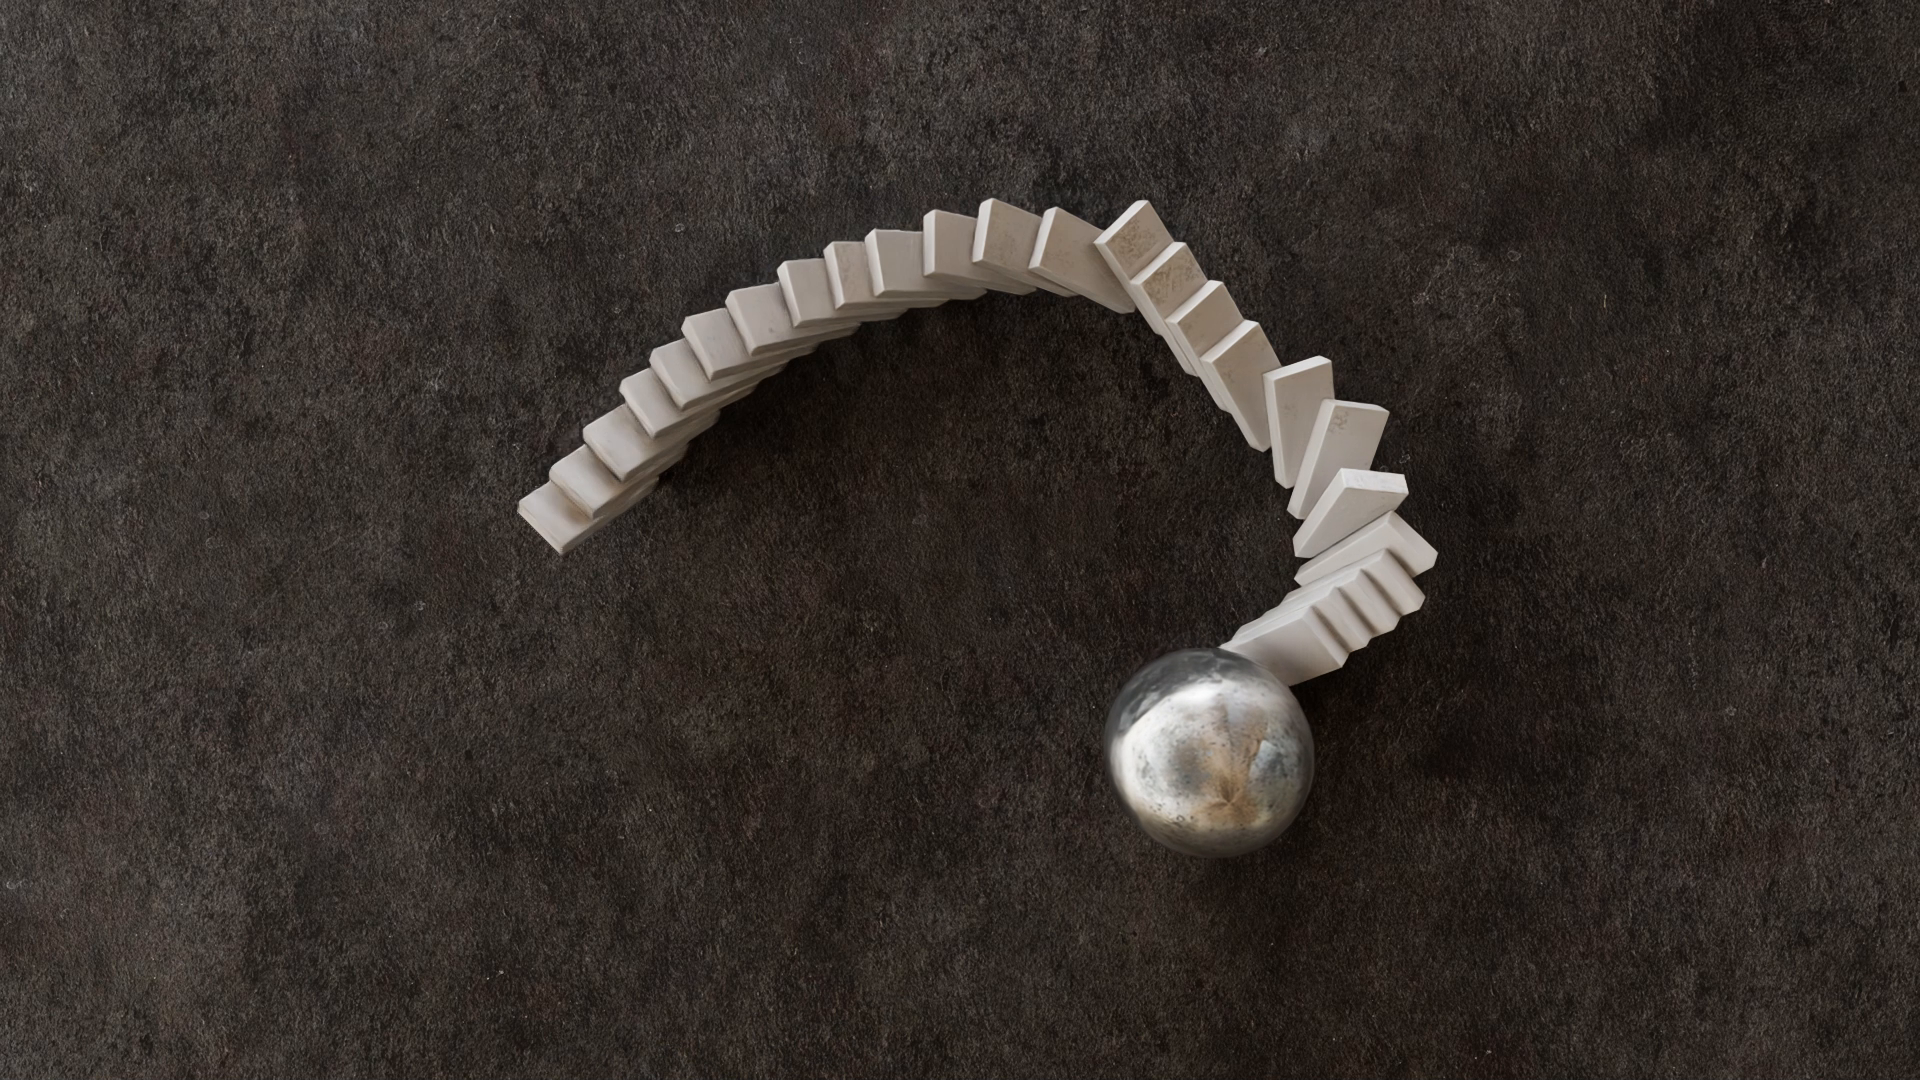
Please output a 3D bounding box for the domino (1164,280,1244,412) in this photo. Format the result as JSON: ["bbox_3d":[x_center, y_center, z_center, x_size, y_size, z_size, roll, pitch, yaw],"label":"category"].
[{"bbox_3d":[0.109,-0.080,0.384,0.025,0.010,0.050,-41,118,0],"label":"domino"}]

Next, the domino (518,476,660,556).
[{"bbox_3d":[-0.154,-0.019,0.382,0.025,0.009,0.050,46,55,0],"label":"domino"}]

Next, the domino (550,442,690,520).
[{"bbox_3d":[-0.141,-0.033,0.382,0.025,0.009,0.050,46,57,0],"label":"domino"}]

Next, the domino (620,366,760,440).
[{"bbox_3d":[-0.113,-0.064,0.384,0.050,0.009,0.025,-34,90,-30],"label":"domino"}]

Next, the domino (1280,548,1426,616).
[{"bbox_3d":[0.161,0.025,0.378,0.025,0.050,0.010,51,49,0],"label":"domino"}]

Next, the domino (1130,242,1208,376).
[{"bbox_3d":[0.095,-0.096,0.384,0.025,0.009,0.050,-42,118,-1],"label":"domino"}]

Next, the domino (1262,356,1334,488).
[{"bbox_3d":[0.144,-0.049,0.384,0.025,0.009,0.050,-18,117,-2],"label":"domino"}]

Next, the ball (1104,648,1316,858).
[{"bbox_3d":[0.097,0.082,0.360,0.080,0.080,0.080,0,90,0],"label":"ball"}]

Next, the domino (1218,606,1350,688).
[{"bbox_3d":[0.131,0.048,0.378,0.025,0.050,0.010,51,49,0],"label":"domino"}]

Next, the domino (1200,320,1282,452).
[{"bbox_3d":[0.124,-0.064,0.384,0.025,0.010,0.050,-40,117,0],"label":"domino"}]

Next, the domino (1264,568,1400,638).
[{"bbox_3d":[0.151,0.033,0.378,0.025,0.050,0.010,51,49,0],"label":"domino"}]

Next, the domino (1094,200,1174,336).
[{"bbox_3d":[0.080,-0.113,0.384,0.025,0.009,0.050,-45,118,-2],"label":"domino"}]

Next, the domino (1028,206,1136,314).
[{"bbox_3d":[0.055,-0.117,0.385,0.050,0.009,0.025,17,90,-27],"label":"domino"}]

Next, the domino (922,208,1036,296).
[{"bbox_3d":[0.009,-0.120,0.383,0.050,0.010,0.025,1,90,-30],"label":"domino"}]

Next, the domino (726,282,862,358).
[{"bbox_3d":[-0.069,-0.094,0.382,0.050,0.009,0.025,-21,85,-32],"label":"domino"}]

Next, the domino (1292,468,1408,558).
[{"bbox_3d":[0.159,-0.009,0.376,0.025,0.050,0.010,6,56,-2],"label":"domino"}]

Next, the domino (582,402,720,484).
[{"bbox_3d":[-0.128,-0.048,0.383,0.025,0.010,0.050,48,59,0],"label":"domino"}]

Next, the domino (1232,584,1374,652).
[{"bbox_3d":[0.140,0.040,0.378,0.025,0.050,0.010,51,49,0],"label":"domino"}]

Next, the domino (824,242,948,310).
[{"bbox_3d":[-0.030,-0.111,0.383,0.050,0.009,0.025,-11,90,-32],"label":"domino"}]

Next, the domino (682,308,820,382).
[{"bbox_3d":[-0.086,-0.085,0.381,0.050,0.010,0.025,-25,84,-33],"label":"domino"}]

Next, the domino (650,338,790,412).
[{"bbox_3d":[-0.100,-0.075,0.381,0.050,0.009,0.025,-31,88,-32],"label":"domino"}]

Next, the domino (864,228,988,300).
[{"bbox_3d":[-0.014,-0.114,0.382,0.050,0.010,0.025,-9,89,-32],"label":"domino"}]

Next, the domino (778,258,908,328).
[{"bbox_3d":[-0.049,-0.104,0.383,0.050,0.009,0.025,-14,89,-32],"label":"domino"}]

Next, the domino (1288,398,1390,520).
[{"bbox_3d":[0.158,-0.032,0.383,0.025,0.009,0.050,5,114,-11],"label":"domino"}]

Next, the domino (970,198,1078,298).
[{"bbox_3d":[0.030,-0.121,0.383,0.050,0.010,0.025,10,90,-30],"label":"domino"}]

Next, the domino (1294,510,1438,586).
[{"bbox_3d":[0.166,0.011,0.378,0.025,0.050,0.009,43,50,0],"label":"domino"}]
